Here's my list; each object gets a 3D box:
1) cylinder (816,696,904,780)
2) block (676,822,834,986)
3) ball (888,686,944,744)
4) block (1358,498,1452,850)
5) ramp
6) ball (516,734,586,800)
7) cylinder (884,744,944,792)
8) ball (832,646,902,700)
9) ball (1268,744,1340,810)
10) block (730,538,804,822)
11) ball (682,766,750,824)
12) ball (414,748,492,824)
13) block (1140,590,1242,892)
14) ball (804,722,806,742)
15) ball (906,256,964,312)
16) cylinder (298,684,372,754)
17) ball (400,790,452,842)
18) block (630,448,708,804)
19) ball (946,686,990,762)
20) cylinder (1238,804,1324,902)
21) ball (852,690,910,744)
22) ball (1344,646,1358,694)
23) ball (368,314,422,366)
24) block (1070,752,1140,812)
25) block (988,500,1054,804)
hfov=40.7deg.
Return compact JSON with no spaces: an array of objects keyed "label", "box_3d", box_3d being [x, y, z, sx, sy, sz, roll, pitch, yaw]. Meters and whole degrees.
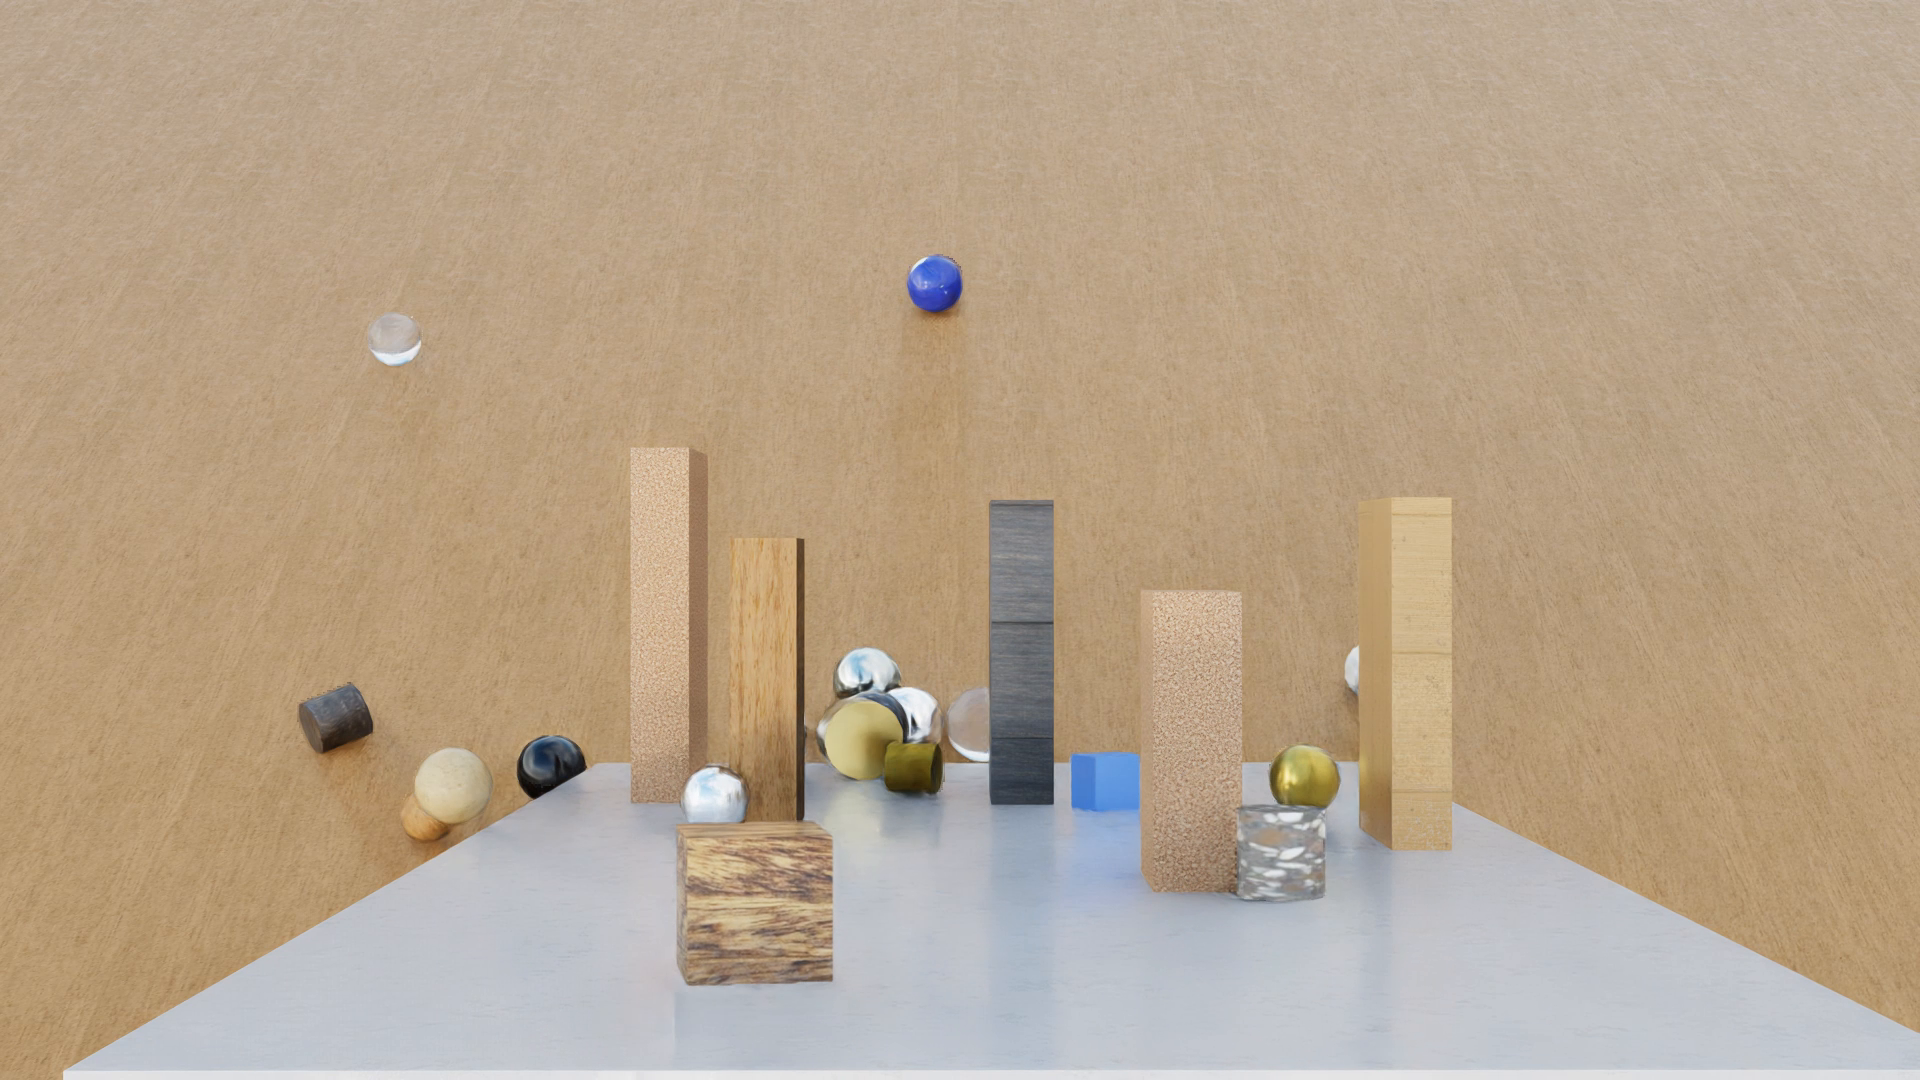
[{"label":"cylinder","box_3d":[-0.242,0.478,6.253,0.189,0.189,0.189,-6,0,-9]},{"label":"block","box_3d":[-0.266,0.463,3.321,0.182,0.182,0.182,0,0,-11]},{"label":"ball","box_3d":[-0.137,0.483,6.817,0.195,0.195,0.195,0,31,0]},{"label":"block","box_3d":[0.836,0.244,4.884,0.109,0.639,0.386,0,0,0]},{"label":"ramp","box_3d":[0.069,0.612,4.685,2.000,0.100,4.000,0,0,0]},{"label":"ball","box_3d":[-1.042,0.586,6.611,0.178,0.178,0.178,0,31,0]},{"label":"cylinder","box_3d":[-0.104,0.513,5.841,0.109,0.109,0.109,-1,30,17]},{"label":"ball","box_3d":[-0.252,0.381,6.991,0.187,0.187,0.187,0,31,0]},{"label":"ball","box_3d":[0.709,0.493,5.327,0.146,0.146,0.146,0,31,0]},{"label":"block","box_3d":[-0.384,0.281,5.182,0.130,0.569,0.269,0,0,0]},{"label":"ball","box_3d":[-0.470,0.499,4.973,0.131,0.131,0.131,0,31,0]},{"label":"ball","box_3d":[-1.039,0.504,5.315,0.157,0.157,0.157,0,31,0]},{"label":"block","box_3d":[0.377,0.322,4.247,0.141,0.476,0.280,0,0,0]},{"label":"ball","box_3d":[-0.477,0.492,6.657,0.165,0.165,0.165,0,31,0]},{"label":"ball","box_3d":[-0.089,-0.901,9.117,0.199,0.199,0.199,0,31,0]},{"label":"cylinder","box_3d":[-1.657,0.475,6.873,0.144,0.144,0.144,-22,38,-29]},{"label":"ball","box_3d":[-1.341,0.692,6.524,0.136,0.136,0.136,0,31,0]},{"label":"block","box_3d":[-0.649,0.185,5.807,0.126,0.768,0.423,0,0,0]},{"label":"ball","box_3d":[0.062,0.485,6.809,0.198,0.198,0.198,0,31,0]},{"label":"cylinder","box_3d":[0.504,0.490,4.065,0.137,0.137,0.137,0,0,0]},{"label":"ball","box_3d":[-0.222,0.478,6.648,0.184,0.184,0.184,0,31,0]},{"label":"ball","box_3d":[1.130,0.355,7.058,0.164,0.164,0.164,0,31,0]},{"label":"ball","box_3d":[-1.914,-0.679,8.768,0.177,0.177,0.177,0,31,0]},{"label":"block","box_3d":[0.311,0.511,5.489,0.112,0.112,0.112,0,0,-25]},{"label":"block","box_3d":[0.134,0.242,5.733,0.135,0.654,0.364,0,0,0]}]
